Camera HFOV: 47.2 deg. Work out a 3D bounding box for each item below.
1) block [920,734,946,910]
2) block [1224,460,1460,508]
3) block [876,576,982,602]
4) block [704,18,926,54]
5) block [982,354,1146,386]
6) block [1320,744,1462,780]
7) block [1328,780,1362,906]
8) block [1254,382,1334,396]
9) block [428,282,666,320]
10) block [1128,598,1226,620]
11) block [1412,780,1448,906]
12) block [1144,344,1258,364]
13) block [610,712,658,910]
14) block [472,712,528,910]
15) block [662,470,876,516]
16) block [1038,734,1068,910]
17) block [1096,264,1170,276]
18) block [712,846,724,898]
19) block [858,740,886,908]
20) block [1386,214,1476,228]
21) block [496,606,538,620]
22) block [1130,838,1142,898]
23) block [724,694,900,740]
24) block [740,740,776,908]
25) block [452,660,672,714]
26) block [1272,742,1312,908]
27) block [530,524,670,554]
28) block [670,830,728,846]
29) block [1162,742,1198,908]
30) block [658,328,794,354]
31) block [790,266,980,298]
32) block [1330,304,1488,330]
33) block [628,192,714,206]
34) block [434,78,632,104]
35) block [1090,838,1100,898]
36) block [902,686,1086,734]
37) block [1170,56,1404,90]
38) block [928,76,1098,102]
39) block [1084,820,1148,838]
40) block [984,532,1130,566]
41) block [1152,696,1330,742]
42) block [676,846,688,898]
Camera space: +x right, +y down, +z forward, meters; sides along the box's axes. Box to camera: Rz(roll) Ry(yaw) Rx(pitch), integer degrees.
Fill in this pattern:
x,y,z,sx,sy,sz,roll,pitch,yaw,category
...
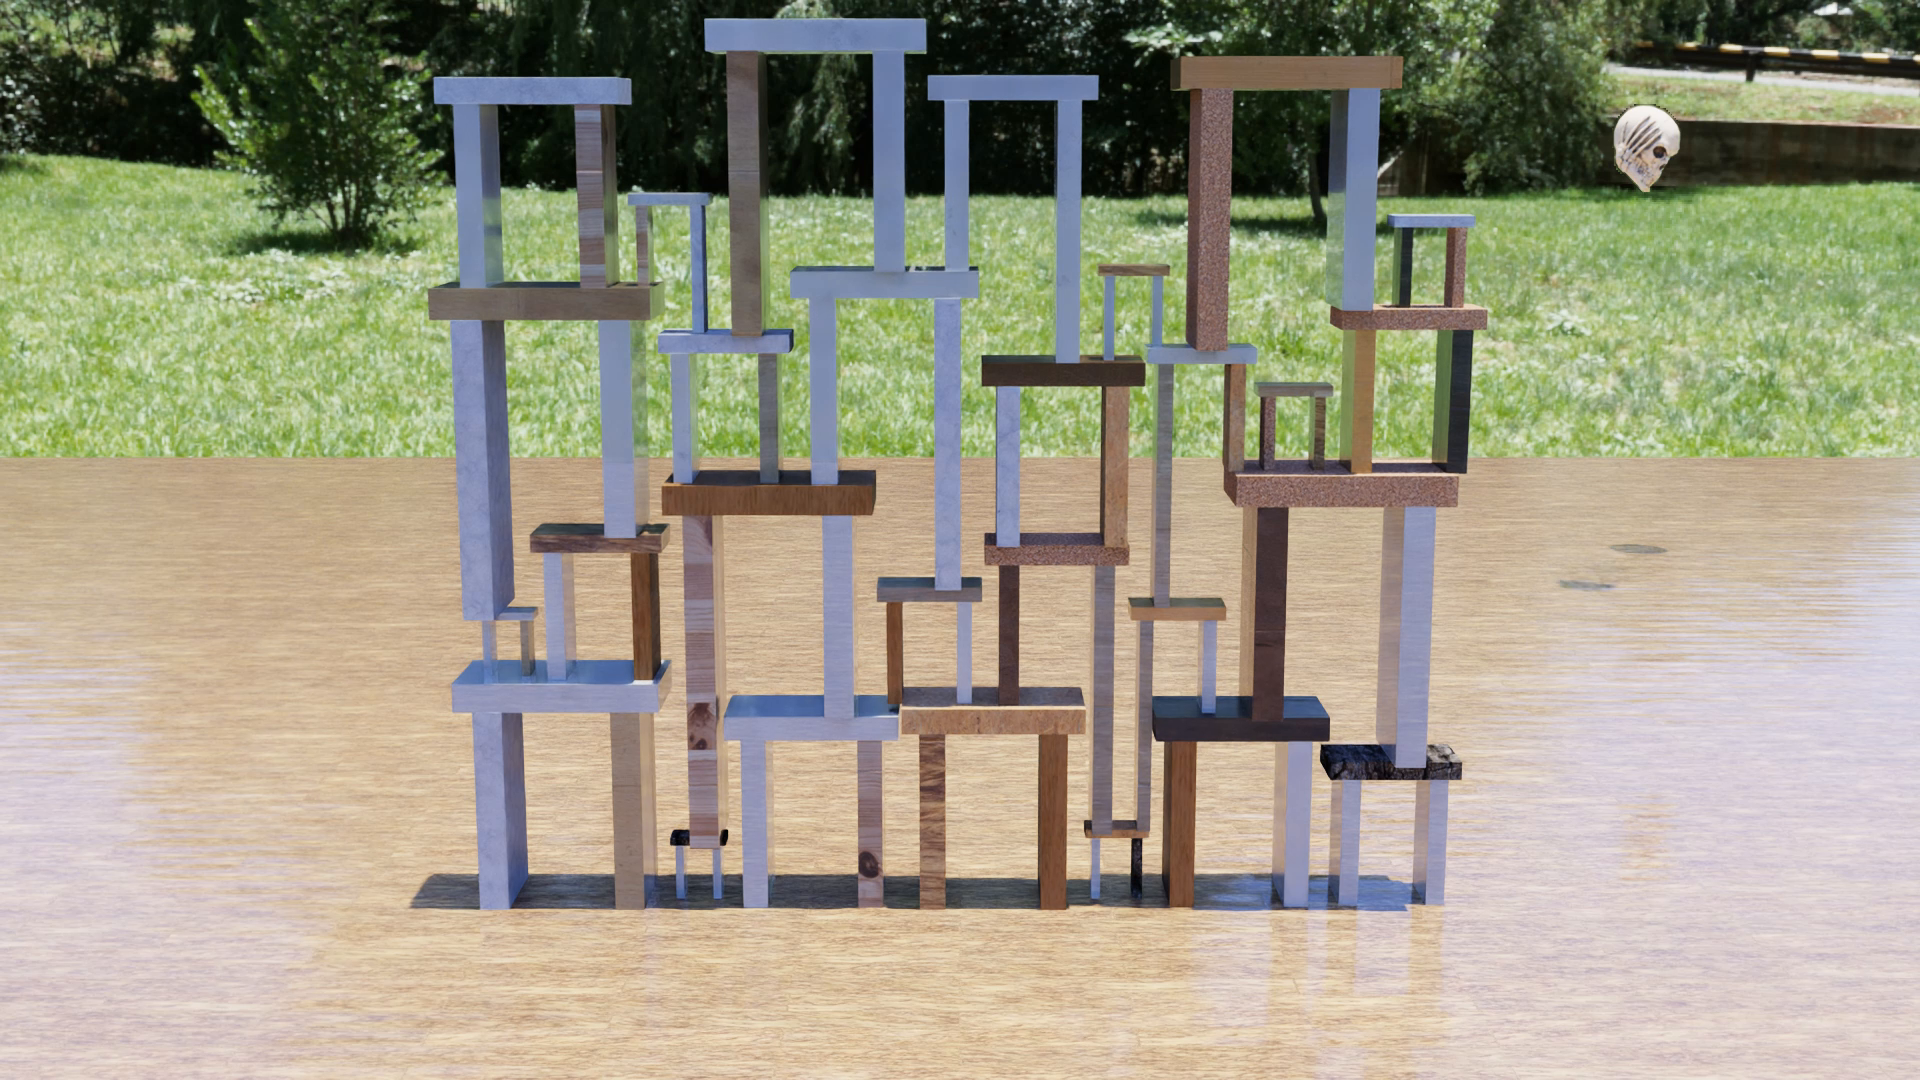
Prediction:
x,y,z,sx,sy,sz,roll,pitch,yaw,category
-0.045,0.445,3.638,0.042,0.296,0.148,0,11,0,block
0.609,-0.092,3.541,0.348,0.049,0.174,0,11,0,block
-0.049,0.080,3.571,0.169,0.024,0.085,0,11,0,block
-0.220,-0.780,3.412,0.334,0.047,0.167,0,11,0,block
0.162,-0.270,3.506,0.257,0.036,0.128,0,11,0,block
0.709,0.366,3.624,0.213,0.030,0.107,0,11,0,block
0.638,0.486,3.647,0.030,0.213,0.107,0,11,0,block
0.532,-0.241,3.511,0.119,0.017,0.059,0,11,0,block
-0.652,-0.381,3.491,0.344,0.049,0.172,0,11,0,block
0.353,0.112,3.584,0.154,0.022,0.077,0,10,0,block
0.780,0.486,3.647,0.030,0.213,0.107,0,11,0,block
0.382,-0.298,3.507,0.172,0.024,0.086,0,11,0,block
-0.539,0.426,3.643,0.047,0.332,0.166,0,11,0,block
-0.760,0.426,3.643,0.047,0.332,0.166,0,11,0,block
-0.304,-0.077,3.547,0.332,0.047,0.166,0,11,0,block
0.153,0.445,3.638,0.042,0.296,0.148,0,11,0,block
0.273,-0.428,3.480,0.113,0.016,0.056,0,11,-1,block
-0.402,0.545,3.659,0.013,0.092,0.046,0,11,0,block
-0.146,0.451,3.646,0.040,0.283,0.141,0,11,0,block
0.741,-0.503,3.462,0.126,0.018,0.063,0,11,0,block
-0.737,0.120,3.581,0.093,0.013,0.046,0,11,0,block
0.294,0.538,3.661,0.015,0.104,0.052,0,11,0,block
-0.240,0.292,3.617,0.283,0.040,0.141,0,11,0,block
-0.335,0.451,3.646,0.040,0.283,0.141,0,11,0,block
-0.649,0.239,3.609,0.332,0.047,0.166,0,11,0,block
0.550,0.451,3.648,0.040,0.281,0.140,0,11,0,block
-0.581,-0.003,3.558,0.210,0.030,0.105,0,11,0,block
-0.433,0.494,3.650,0.092,0.013,0.046,0,11,0,block
0.363,0.451,3.648,0.040,0.281,0.140,0,11,0,block
-0.371,-0.317,3.500,0.206,0.029,0.103,0,11,0,block
-0.117,-0.409,3.487,0.293,0.042,0.147,0,11,0,block
0.710,-0.354,3.491,0.227,0.032,0.113,0,11,0,block
-0.455,-0.537,3.459,0.126,0.018,0.063,0,11,0,block
-0.664,-0.700,3.431,0.281,0.040,0.140,0,11,0,block
0.224,0.538,3.661,0.015,0.104,0.052,0,11,0,block
0.054,0.279,3.607,0.296,0.042,0.148,0,11,0,block
0.505,-0.726,3.427,0.337,0.048,0.169,0,11,0,block
0.082,-0.704,3.426,0.261,0.037,0.130,0,11,0,block
0.259,0.480,3.650,0.104,0.015,0.052,0,11,0,block
0.155,0.014,3.567,0.230,0.033,0.115,0,11,0,block
0.457,0.293,3.619,0.281,0.040,0.140,0,11,0,block
-0.463,0.545,3.659,0.013,0.092,0.046,0,11,0,block
